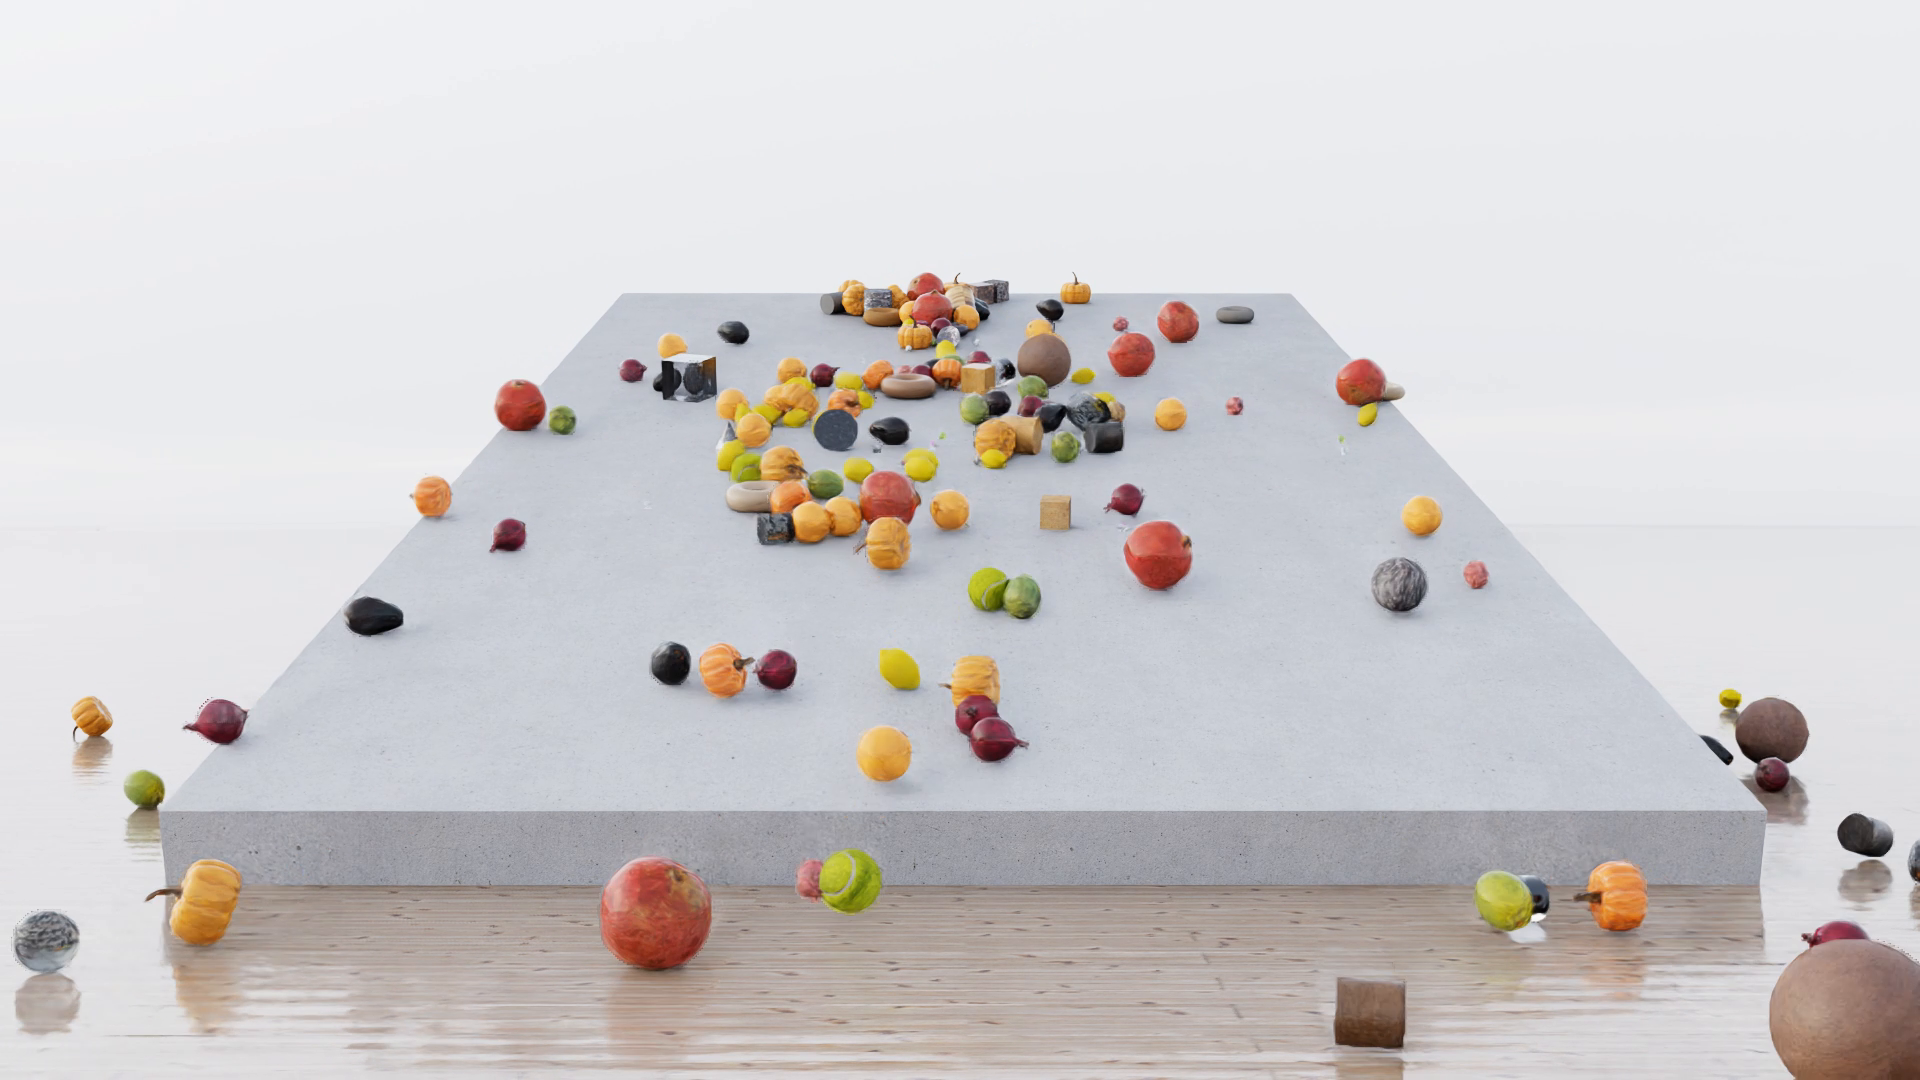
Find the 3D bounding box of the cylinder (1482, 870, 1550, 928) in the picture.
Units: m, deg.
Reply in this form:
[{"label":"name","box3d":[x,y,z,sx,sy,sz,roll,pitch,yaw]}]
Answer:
[{"label":"cylinder","box3d":[0.628,0.408,2.490,0.054,0.054,0.054,-14,9,-39]}]

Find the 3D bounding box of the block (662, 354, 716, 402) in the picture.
[{"label":"block","box3d":[-0.629,-0.377,5.118,0.093,0.093,0.093,6,17,21]}]

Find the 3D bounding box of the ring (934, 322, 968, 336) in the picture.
[{"label":"ring","box3d":[-0.022,-0.564,5.905,0.092,0.031,0.092,-1,16,0]}]

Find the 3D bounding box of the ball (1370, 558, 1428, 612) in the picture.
[{"label":"ball","box3d":[0.703,0.072,3.523,0.088,0.088,0.088,0,0,0]}]

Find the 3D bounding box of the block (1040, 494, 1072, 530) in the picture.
[{"label":"block","box3d":[0.175,-0.050,4.027,0.052,0.052,0.052,2,16,7]}]

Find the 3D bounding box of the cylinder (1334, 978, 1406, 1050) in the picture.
[{"label":"cylinder","box3d":[0.351,0.406,1.886,0.057,0.057,0.057,2,1,8]}]

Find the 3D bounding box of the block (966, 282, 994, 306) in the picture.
[{"label":"block","box3d":[0.056,-0.714,6.392,0.058,0.058,0.058,-12,19,-36]}]

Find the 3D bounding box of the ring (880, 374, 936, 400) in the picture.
[{"label":"ring","box3d":[-0.121,-0.360,5.151,0.131,0.044,0.131,1,15,0]}]

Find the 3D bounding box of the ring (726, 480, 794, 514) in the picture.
[{"label":"ring","box3d":[-0.379,-0.082,4.155,0.128,0.043,0.128,-1,15,0]}]

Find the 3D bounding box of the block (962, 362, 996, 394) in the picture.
[{"label":"block","box3d":[0.043,-0.381,5.193,0.060,0.060,0.060,7,17,25]}]

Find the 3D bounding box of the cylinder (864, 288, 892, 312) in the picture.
[{"label":"cylinder","box3d":[-0.230,-0.659,6.157,0.078,0.078,0.078,0,16,0]}]

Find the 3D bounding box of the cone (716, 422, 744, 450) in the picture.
[{"label":"cone","box3d":[-0.486,-0.223,4.632,0.058,0.058,0.058,0,16,0]}]

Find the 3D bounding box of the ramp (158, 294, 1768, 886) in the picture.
[{"label":"ramp","box3d":[-0.002,-0.153,4.675,2.000,0.100,4.000,0,16,0]}]

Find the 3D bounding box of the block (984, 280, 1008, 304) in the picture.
[{"label":"block","box3d":[0.103,-0.729,6.445,0.058,0.058,0.058,12,19,36]}]

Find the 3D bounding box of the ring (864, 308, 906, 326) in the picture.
[{"label":"ring","box3d":[-0.209,-0.615,6.072,0.117,0.039,0.117,1,16,0]}]

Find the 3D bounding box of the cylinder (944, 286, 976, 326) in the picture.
[{"label":"cylinder","box3d":[0.002,-0.643,6.039,0.079,0.079,0.079,-6,-37,-4]}]

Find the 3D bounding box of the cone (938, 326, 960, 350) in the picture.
[{"label":"cone","box3d":[-0.018,-0.519,5.748,0.064,0.064,0.064,0,-12,22]}]

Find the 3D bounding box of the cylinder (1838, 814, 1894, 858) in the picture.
[{"label":"cylinder","box3d":[1.224,0.400,2.974,0.052,0.052,0.052,-5,3,-40]}]

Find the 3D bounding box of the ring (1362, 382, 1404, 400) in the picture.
[{"label":"ring","box3d":[0.987,-0.347,5.128,0.098,0.033,0.098,1,15,0]}]

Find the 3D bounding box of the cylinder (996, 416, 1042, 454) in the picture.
[{"label":"cylinder","box3d":[0.125,-0.219,4.582,0.077,0.077,0.077,5,2,18]}]

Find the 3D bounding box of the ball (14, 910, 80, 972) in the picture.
[{"label":"ball","box3d":[-0.922,0.406,2.224,0.062,0.062,0.062,0,0,0]}]

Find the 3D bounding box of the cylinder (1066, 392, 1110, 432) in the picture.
[{"label":"cylinder","box3d":[0.279,-0.277,4.790,0.078,0.078,0.078,0,15,-15]}]

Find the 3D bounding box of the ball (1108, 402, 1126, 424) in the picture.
[{"label":"ball","box3d":[0.341,-0.280,4.849,0.052,0.052,0.052,0,0,0]}]

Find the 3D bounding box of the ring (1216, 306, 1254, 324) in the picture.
[{"label":"ring","box3d":[0.765,-0.626,6.122,0.107,0.036,0.107,-1,17,0]}]

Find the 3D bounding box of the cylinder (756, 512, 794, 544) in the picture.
[{"label":"cylinder","box3d":[-0.328,-0.020,3.915,0.053,0.053,0.053,-7,3,-24]}]

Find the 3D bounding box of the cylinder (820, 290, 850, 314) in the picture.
[{"label":"cylinder","box3d":[-0.355,-0.672,6.238,0.059,0.059,0.059,0,19,41]}]
